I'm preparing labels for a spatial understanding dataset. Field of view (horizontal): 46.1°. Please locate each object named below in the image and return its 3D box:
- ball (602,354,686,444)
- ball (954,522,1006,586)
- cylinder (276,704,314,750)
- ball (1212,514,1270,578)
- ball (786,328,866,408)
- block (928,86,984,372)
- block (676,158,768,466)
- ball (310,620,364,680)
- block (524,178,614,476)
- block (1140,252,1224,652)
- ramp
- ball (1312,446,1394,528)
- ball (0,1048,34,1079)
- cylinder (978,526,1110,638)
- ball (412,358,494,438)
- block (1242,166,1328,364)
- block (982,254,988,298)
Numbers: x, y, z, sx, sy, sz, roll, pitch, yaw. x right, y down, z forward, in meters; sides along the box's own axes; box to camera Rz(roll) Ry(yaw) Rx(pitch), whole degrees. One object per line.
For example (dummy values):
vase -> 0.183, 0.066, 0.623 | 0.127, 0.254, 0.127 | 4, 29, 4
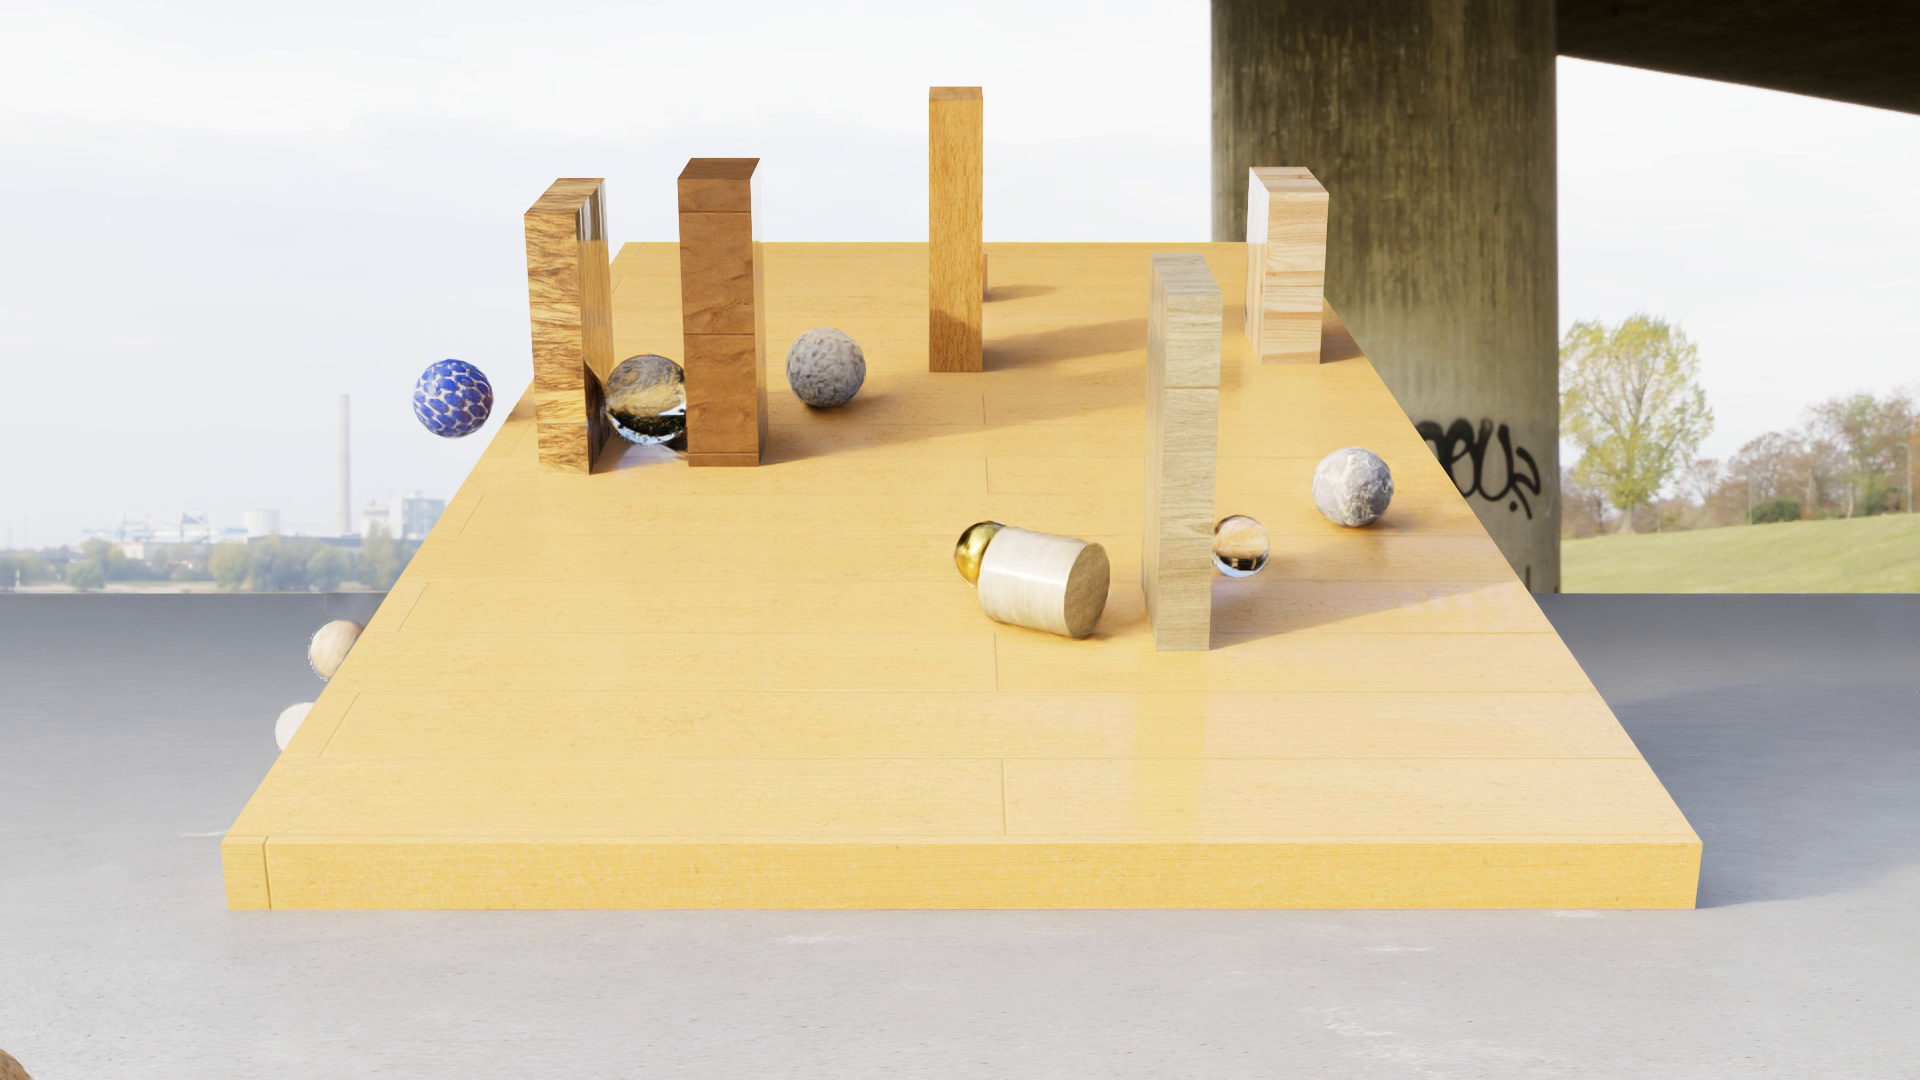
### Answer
ball -> -0.661, -0.299, 4.786 | 0.193, 0.193, 0.193 | 0, -1, 0
ball -> 0.049, 0.026, 3.880 | 0.116, 0.116, 0.116 | 0, -1, 0
cylinder -> -1.672, 0.488, 5.767 | 0.139, 0.139, 0.139 | 0, -3, -10
ball -> 0.496, 0.011, 4.019 | 0.113, 0.113, 0.113 | 0, -1, 0
ball -> -0.302, -0.388, 5.063 | 0.180, 0.180, 0.180 | 0, -1, 0
block -> -0.010, -0.743, 5.381 | 0.126, 0.642, 0.243 | 0, 19, 0
block -> -0.488, -0.474, 4.676 | 0.146, 0.596, 0.255 | 0, 19, 0
ball -> -1.354, 0.243, 4.943 | 0.138, 0.138, 0.138 | 0, -1, 0
block -> -0.807, -0.452, 4.703 | 0.101, 0.537, 0.408 | 0, 19, 0
block -> 0.365, -0.152, 3.753 | 0.086, 0.595, 0.325 | 0, 19, 0
ramp -> -0.004, -0.199, 4.946 | 2.000, 0.100, 4.000 | 0, 19, 0
ball -> 0.745, -0.101, 4.281 | 0.154, 0.154, 0.154 | 0, -1, 0
ball -> -0.618, 0.373, 1.300 | 0.189, 0.189, 0.189 | 0, -1, 0
cylinder -> 0.142, 0.070, 3.774 | 0.162, 0.162, 0.162 | 11, 5, 29
ball -> -1.117, -0.311, 4.965 | 0.175, 0.175, 0.175 | 0, -1, 0
block -> 0.798, -0.680, 5.550 | 0.141, 0.416, 0.363 | 0, 19, 0
block -> 0.005, -0.708, 6.090 | 0.113, 0.113, 0.113 | 5, 20, 15
